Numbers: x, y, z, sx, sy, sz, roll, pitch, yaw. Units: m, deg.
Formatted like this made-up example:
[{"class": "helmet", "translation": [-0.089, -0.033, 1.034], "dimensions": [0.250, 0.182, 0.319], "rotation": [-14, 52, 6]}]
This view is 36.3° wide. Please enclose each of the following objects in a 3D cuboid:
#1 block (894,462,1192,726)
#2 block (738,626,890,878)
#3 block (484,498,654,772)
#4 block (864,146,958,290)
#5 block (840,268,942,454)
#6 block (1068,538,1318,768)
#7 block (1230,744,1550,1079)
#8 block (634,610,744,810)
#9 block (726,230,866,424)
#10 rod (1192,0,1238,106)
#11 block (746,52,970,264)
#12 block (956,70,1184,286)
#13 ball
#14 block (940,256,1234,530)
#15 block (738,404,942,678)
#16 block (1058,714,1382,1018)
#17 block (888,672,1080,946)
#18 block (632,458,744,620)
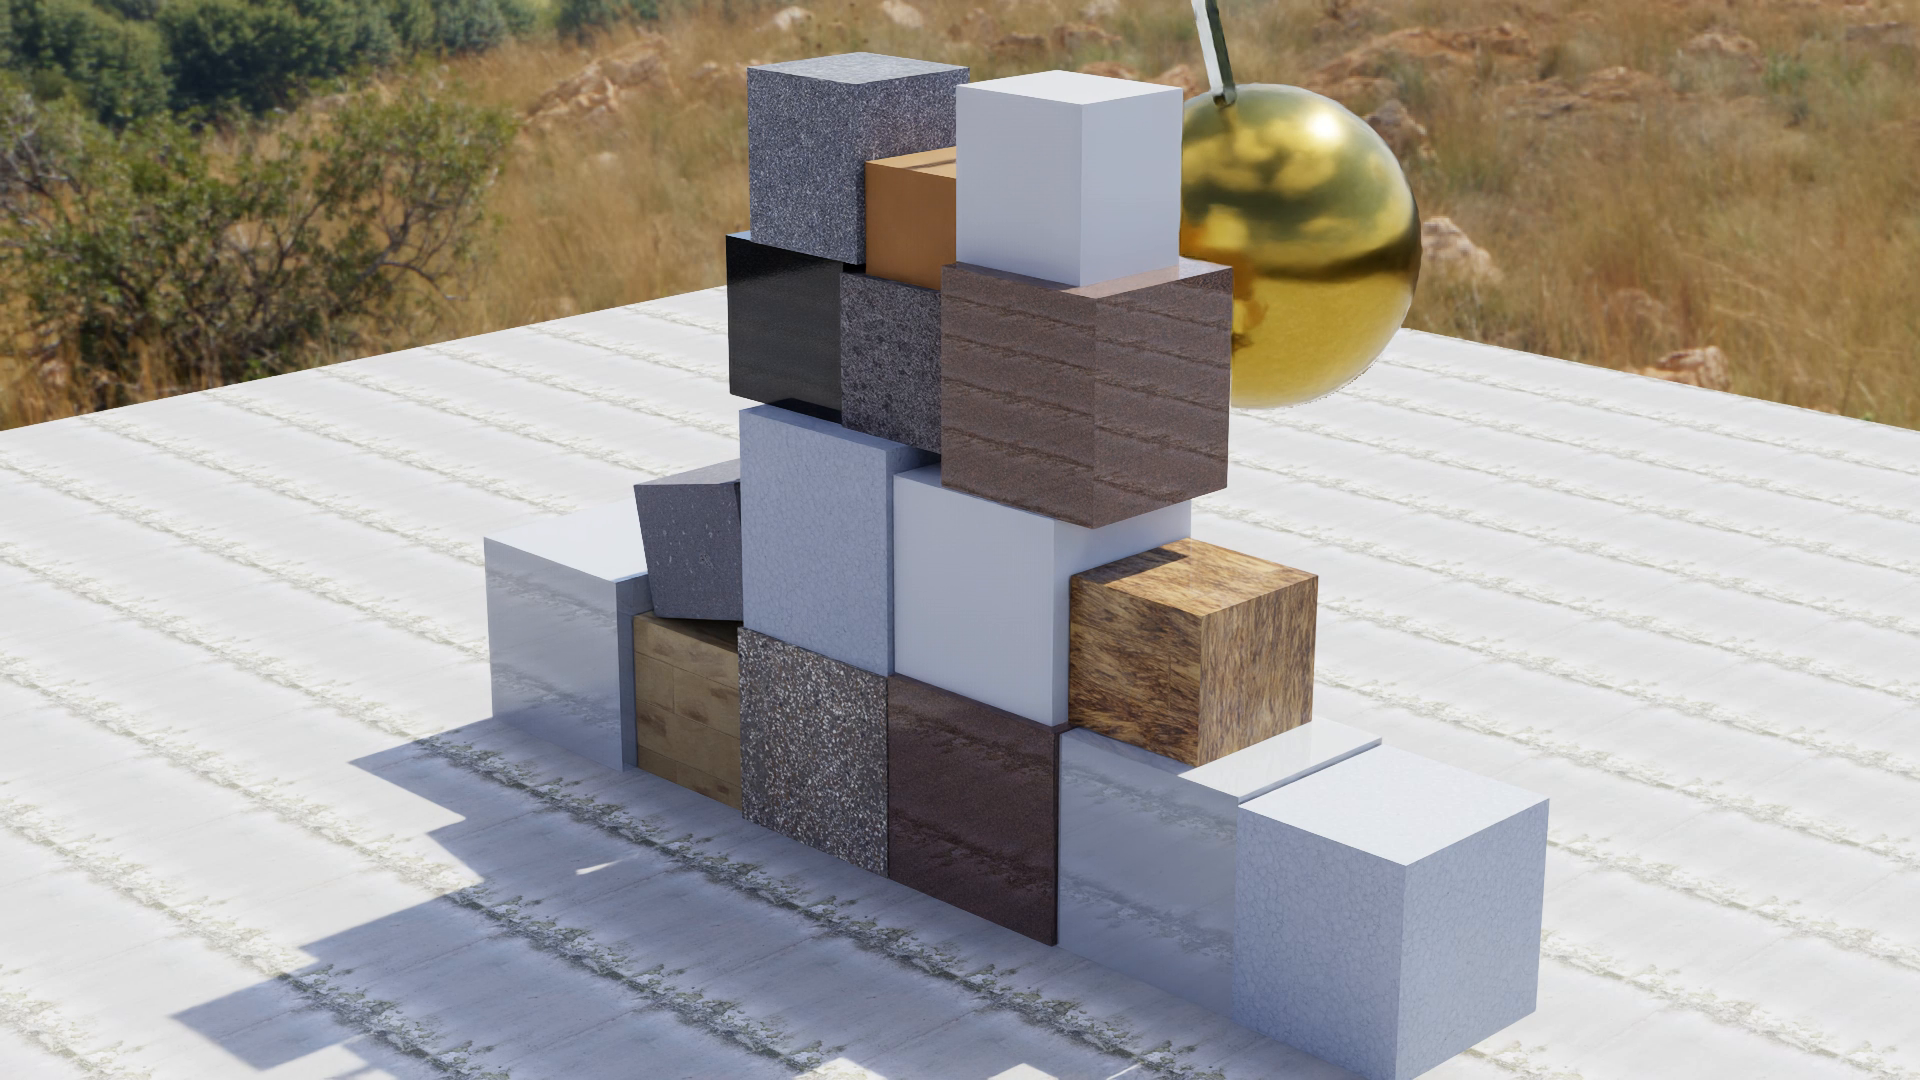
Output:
[{"class": "block", "translation": [0.361, 0.161, 12.996], "dimensions": [0.883, 0.920, 0.970], "rotation": [-17, 24, -42]}, {"class": "block", "translation": [-0.324, 0.871, 13.958], "dimensions": [1.037, 0.968, 1.010], "rotation": [-17, 24, -42]}, {"class": "block", "translation": [-1.671, 0.452, 15.245], "dimensions": [1.126, 0.997, 1.083], "rotation": [-17, 24, -42]}, {"class": "block", "translation": [-0.009, -1.415, 12.894], "dimensions": [0.581, 0.501, 0.569], "rotation": [-17, 24, -42]}, {"class": "block", "translation": [-0.031, -0.848, 13.110], "dimensions": [0.710, 0.710, 0.706], "rotation": [-17, 24, -42]}, {"class": "block", "translation": [0.990, 0.464, 12.475], "dimensions": [0.724, 0.661, 0.757], "rotation": [17, 24, 42]}, {"class": "block", "translation": [1.749, 1.509, 11.953], "dimensions": [0.963, 0.954, 0.834], "rotation": [-17, 24, -42]}, {"class": "block", "translation": [-0.991, 0.753, 14.609], "dimensions": [0.914, 0.804, 0.843], "rotation": [-17, 24, -42]}, {"class": "block", "translation": [-0.559, -1.036, 13.628], "dimensions": [0.686, 0.759, 0.798], "rotation": [-17, 24, -42]}, {"class": "rod", "translation": [0.636, -4.235, 12.677], "dimensions": [0.080, 5.200, 0.080], "rotation": [17, 44, 42]}, {"class": "block", "translation": [-0.457, -1.743, 13.285], "dimensions": [0.703, 0.796, 0.711], "rotation": [-17, 24, -42]}, {"class": "block", "translation": [0.457, -1.539, 12.374], "dimensions": [0.619, 0.749, 0.720], "rotation": [-17, 24, -42]}, {"class": "ball", "translation": [1.467, -1.441, 14.426], "dimensions": [1.600, 1.600, 1.600], "rotation": [0, 17, 0]}, {"class": "block", "translation": [0.538, -0.694, 12.558], "dimensions": [0.861, 0.974, 0.890], "rotation": [-17, 24, -42]}, {"class": "block", "translation": [-0.319, -0.096, 13.662], "dimensions": [0.999, 1.055, 0.981], "rotation": [-17, 24, -42]}, {"class": "block", "translation": [1.105, 1.298, 12.575], "dimensions": [0.946, 0.984, 0.985], "rotation": [-17, 24, -42]}, {"class": "block", "translation": [0.405, 1.076, 13.269], "dimensions": [1.038, 0.990, 1.016], "rotation": [-17, 24, -42]}, {"class": "block", "translation": [-1.007, -0.025, 14.383], "dimensions": [0.779, 0.665, 0.779], "rotation": [-17, 12, -42]}]
